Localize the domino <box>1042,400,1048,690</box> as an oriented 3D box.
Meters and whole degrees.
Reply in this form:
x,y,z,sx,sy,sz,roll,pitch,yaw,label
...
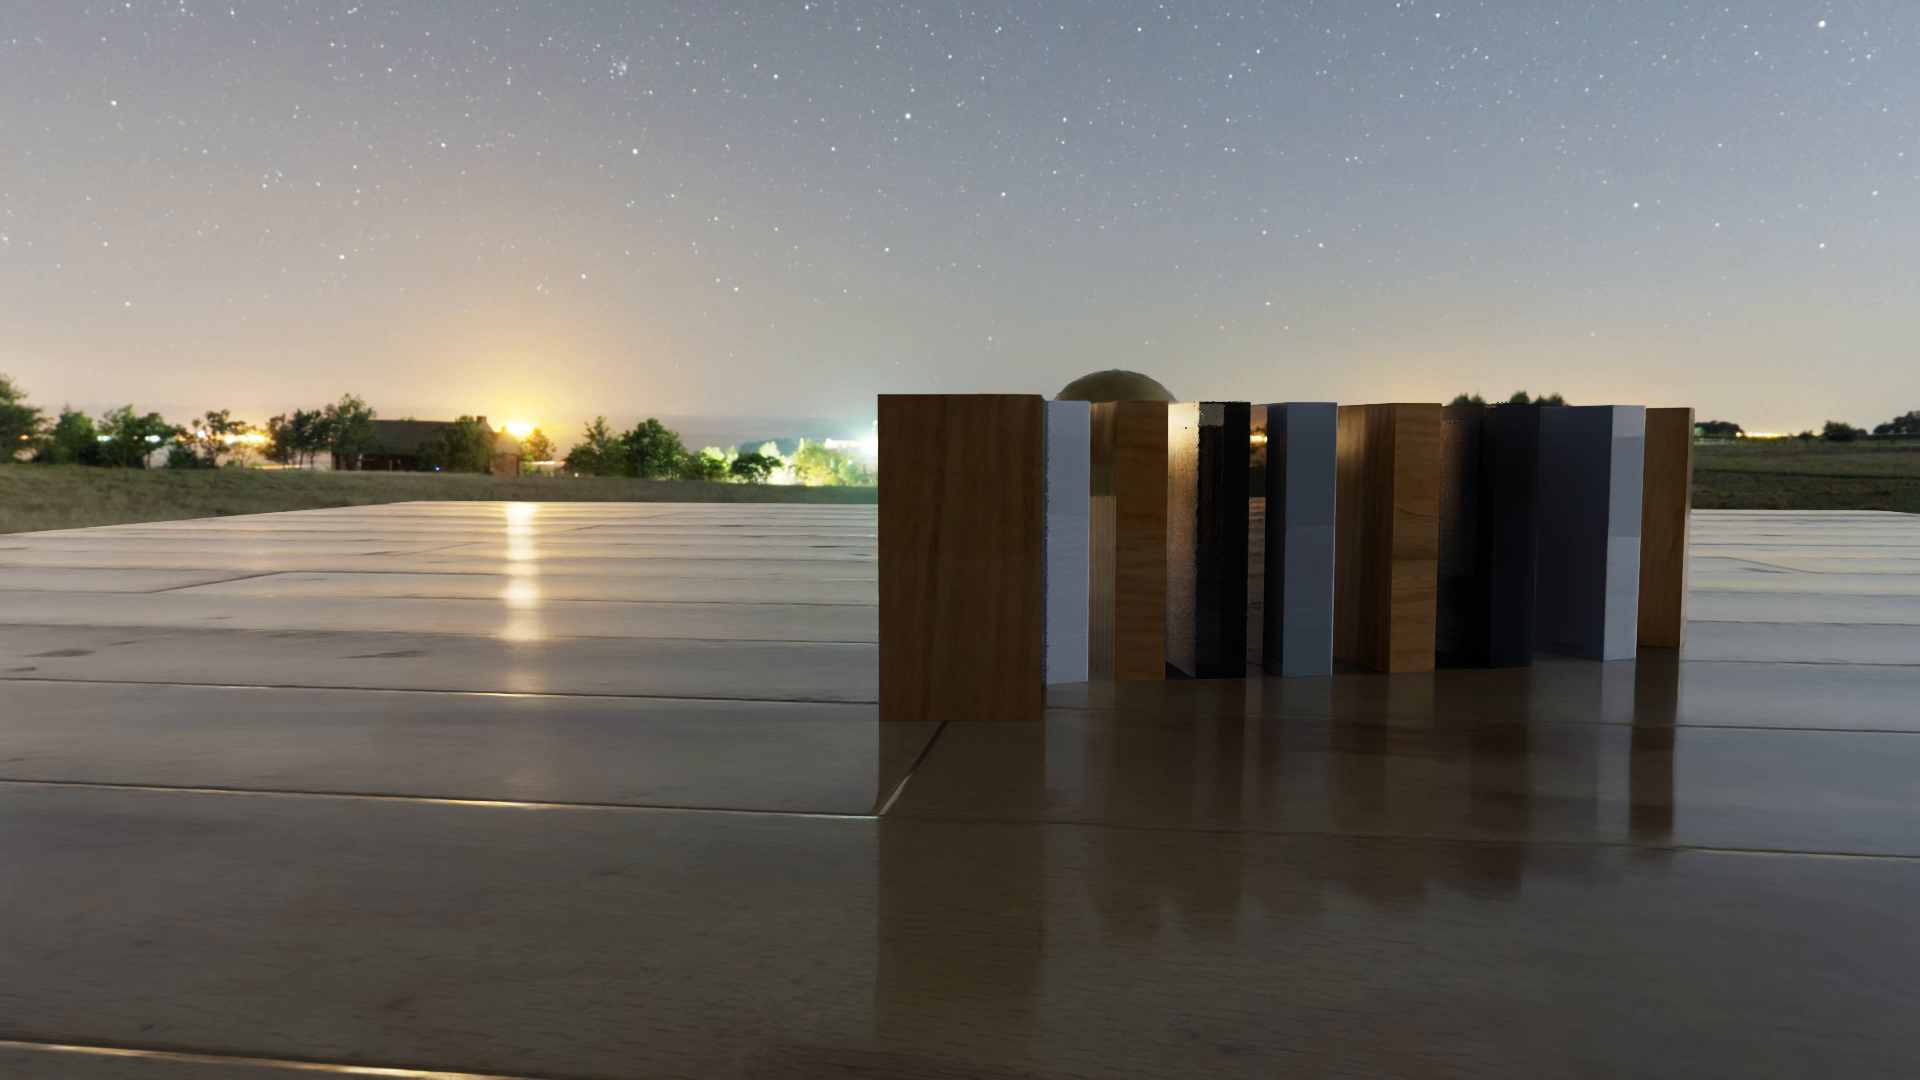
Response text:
x,y,z,sx,sy,sz,roll,pitch,yaw,label
0.002,0.001,0.222,0.025,0.050,0.010,1,4,17,domino

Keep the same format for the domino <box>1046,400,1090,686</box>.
x,y,z,sx,sy,sz,roll,pitch,yaw,label
0.013,0.000,0.237,0.009,0.050,0.025,-2,5,-25,domino

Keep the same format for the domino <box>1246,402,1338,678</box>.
x,y,z,sx,sy,sz,roll,pitch,yaw,label
0.062,-0.001,0.245,0.009,0.050,0.025,-1,4,-8,domino

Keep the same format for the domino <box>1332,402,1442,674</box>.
x,y,z,sx,sy,sz,roll,pitch,yaw,label
0.081,-0.001,0.249,0.010,0.050,0.025,-1,4,-14,domino

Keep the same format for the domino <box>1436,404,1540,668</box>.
x,y,z,sx,sy,sz,roll,pitch,yaw,label
0.102,-0.002,0.254,0.009,0.050,0.025,-1,4,-15,domino

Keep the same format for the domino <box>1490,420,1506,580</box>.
x,y,z,sx,sy,sz,roll,pitch,yaw,label
0.181,-0.013,0.402,0.025,0.050,0.009,-1,4,-13,domino

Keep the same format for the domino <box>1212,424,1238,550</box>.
x,y,z,sx,sy,sz,roll,pitch,yaw,label
0.117,-0.022,0.524,0.025,0.050,0.010,-1,5,-19,domino

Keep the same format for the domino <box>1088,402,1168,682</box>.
x,y,z,sx,sy,sz,roll,pitch,yaw,label
0.030,-0.001,0.241,0.009,0.050,0.025,-1,4,-9,domino

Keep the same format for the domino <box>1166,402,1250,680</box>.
x,y,z,sx,sy,sz,roll,pitch,yaw,label
0.046,-0.001,0.243,0.009,0.050,0.025,0,4,-6,domino

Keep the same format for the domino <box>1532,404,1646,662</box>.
x,y,z,sx,sy,sz,roll,pitch,yaw,label
0.125,-0.002,0.262,0.009,0.050,0.025,-2,5,-25,domino

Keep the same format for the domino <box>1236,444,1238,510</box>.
x,y,z,sx,sy,sz,roll,pitch,yaw,label
0.123,-0.021,0.509,0.025,0.050,0.009,-2,5,-24,domino

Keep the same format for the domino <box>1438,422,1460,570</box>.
x,y,z,sx,sy,sz,roll,pitch,yaw,label
0.166,-0.016,0.441,0.025,0.050,0.009,-2,5,-29,domino

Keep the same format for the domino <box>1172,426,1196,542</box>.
x,y,z,sx,sy,sz,roll,pitch,yaw,label
0.106,-0.025,0.561,0.025,0.050,0.009,-1,4,-17,domino

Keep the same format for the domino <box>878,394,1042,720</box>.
x,y,z,sx,sy,sz,roll,pitch,yaw,label
0.000,0.002,0.201,0.025,0.050,0.010,0,4,0,domino

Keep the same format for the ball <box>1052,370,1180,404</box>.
x,y,z,sx,sy,sz,roll,pitch,yaw,label
0.078,-0.046,0.652,0.080,0.080,0.080,0,4,0,ball

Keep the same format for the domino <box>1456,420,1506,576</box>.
x,y,z,sx,sy,sz,roll,pitch,yaw,label
0.176,-0.014,0.419,0.025,0.050,0.009,-2,5,-20,domino

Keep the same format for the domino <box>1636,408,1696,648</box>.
x,y,z,sx,sy,sz,roll,pitch,yaw,label
0.143,-0.003,0.277,0.025,0.050,0.009,3,5,36,domino

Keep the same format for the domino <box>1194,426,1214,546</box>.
x,y,z,sx,sy,sz,roll,pitch,yaw,label
0.112,-0.023,0.539,0.025,0.050,0.009,-1,4,-15,domino
